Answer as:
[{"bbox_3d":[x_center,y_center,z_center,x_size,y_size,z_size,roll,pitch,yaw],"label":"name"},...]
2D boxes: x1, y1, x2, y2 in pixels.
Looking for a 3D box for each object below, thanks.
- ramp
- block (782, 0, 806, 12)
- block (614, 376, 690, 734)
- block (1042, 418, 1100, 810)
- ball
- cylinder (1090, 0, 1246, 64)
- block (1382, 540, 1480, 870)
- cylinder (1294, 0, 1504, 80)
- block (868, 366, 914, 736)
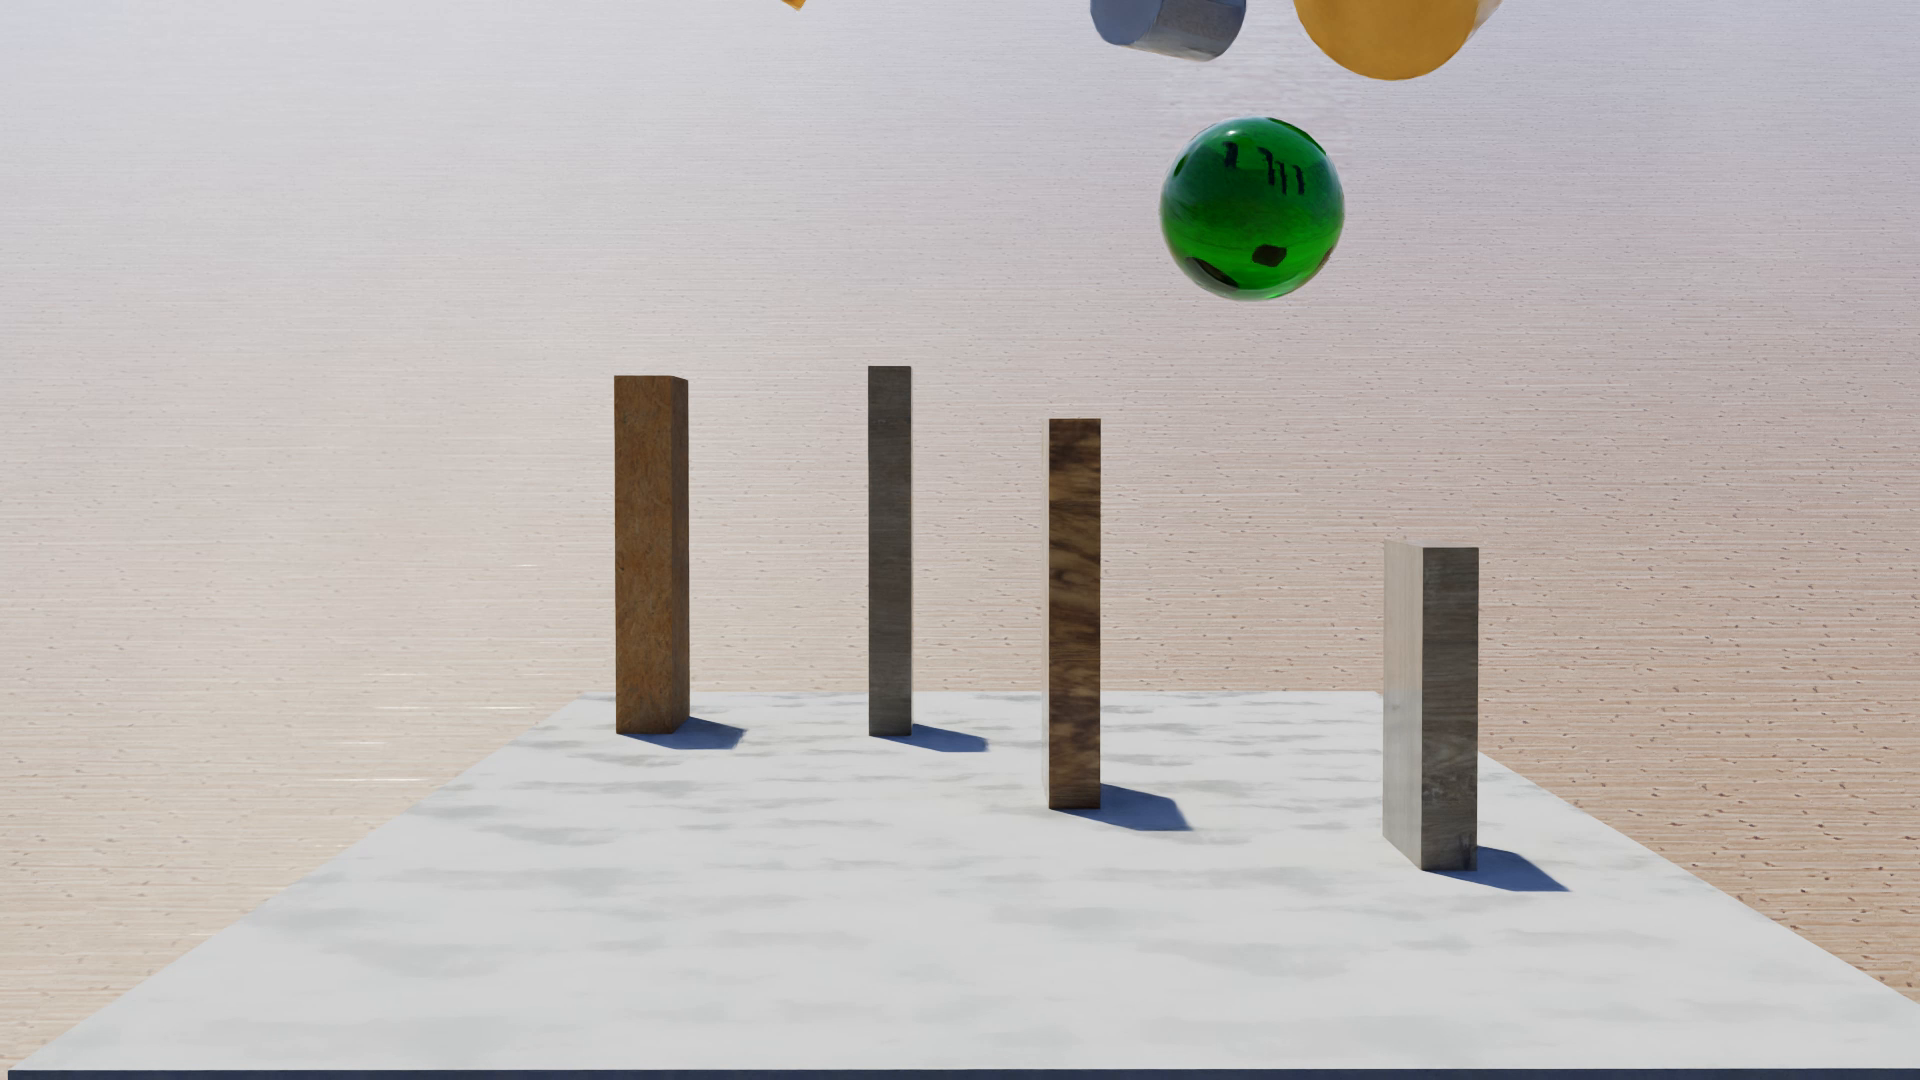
[{"bbox_3d":[0.056,0.504,4.548,2.000,0.100,4.000,0,2,0],"label":"ramp"},{"bbox_3d":[-0.159,-0.588,2.382,0.113,0.113,0.113,29,44,-16],"label":"block"},{"bbox_3d":[-0.684,0.026,5.743,0.122,0.774,0.367,0,2,0],"label":"block"},{"bbox_3d":[0.195,0.120,4.577,0.088,0.666,0.385,0,2,0],"label":"block"},{"bbox_3d":[0.234,-0.265,2.065,0.149,0.149,0.149,0,24,0],"label":"ball"},{"bbox_3d":[0.222,-0.577,2.744,0.118,0.118,0.118,5,17,-38],"label":"cylinder"},{"bbox_3d":[0.711,0.240,3.911,0.081,0.471,0.339,0,2,0],"label":"block"},{"bbox_3d":[0.420,-0.539,2.371,0.178,0.178,0.178,12,36,26],"label":"cylinder"},{"bbox_3d":[-0.150,0.020,5.643,0.092,0.793,0.258,0,2,0],"label":"block"}]
